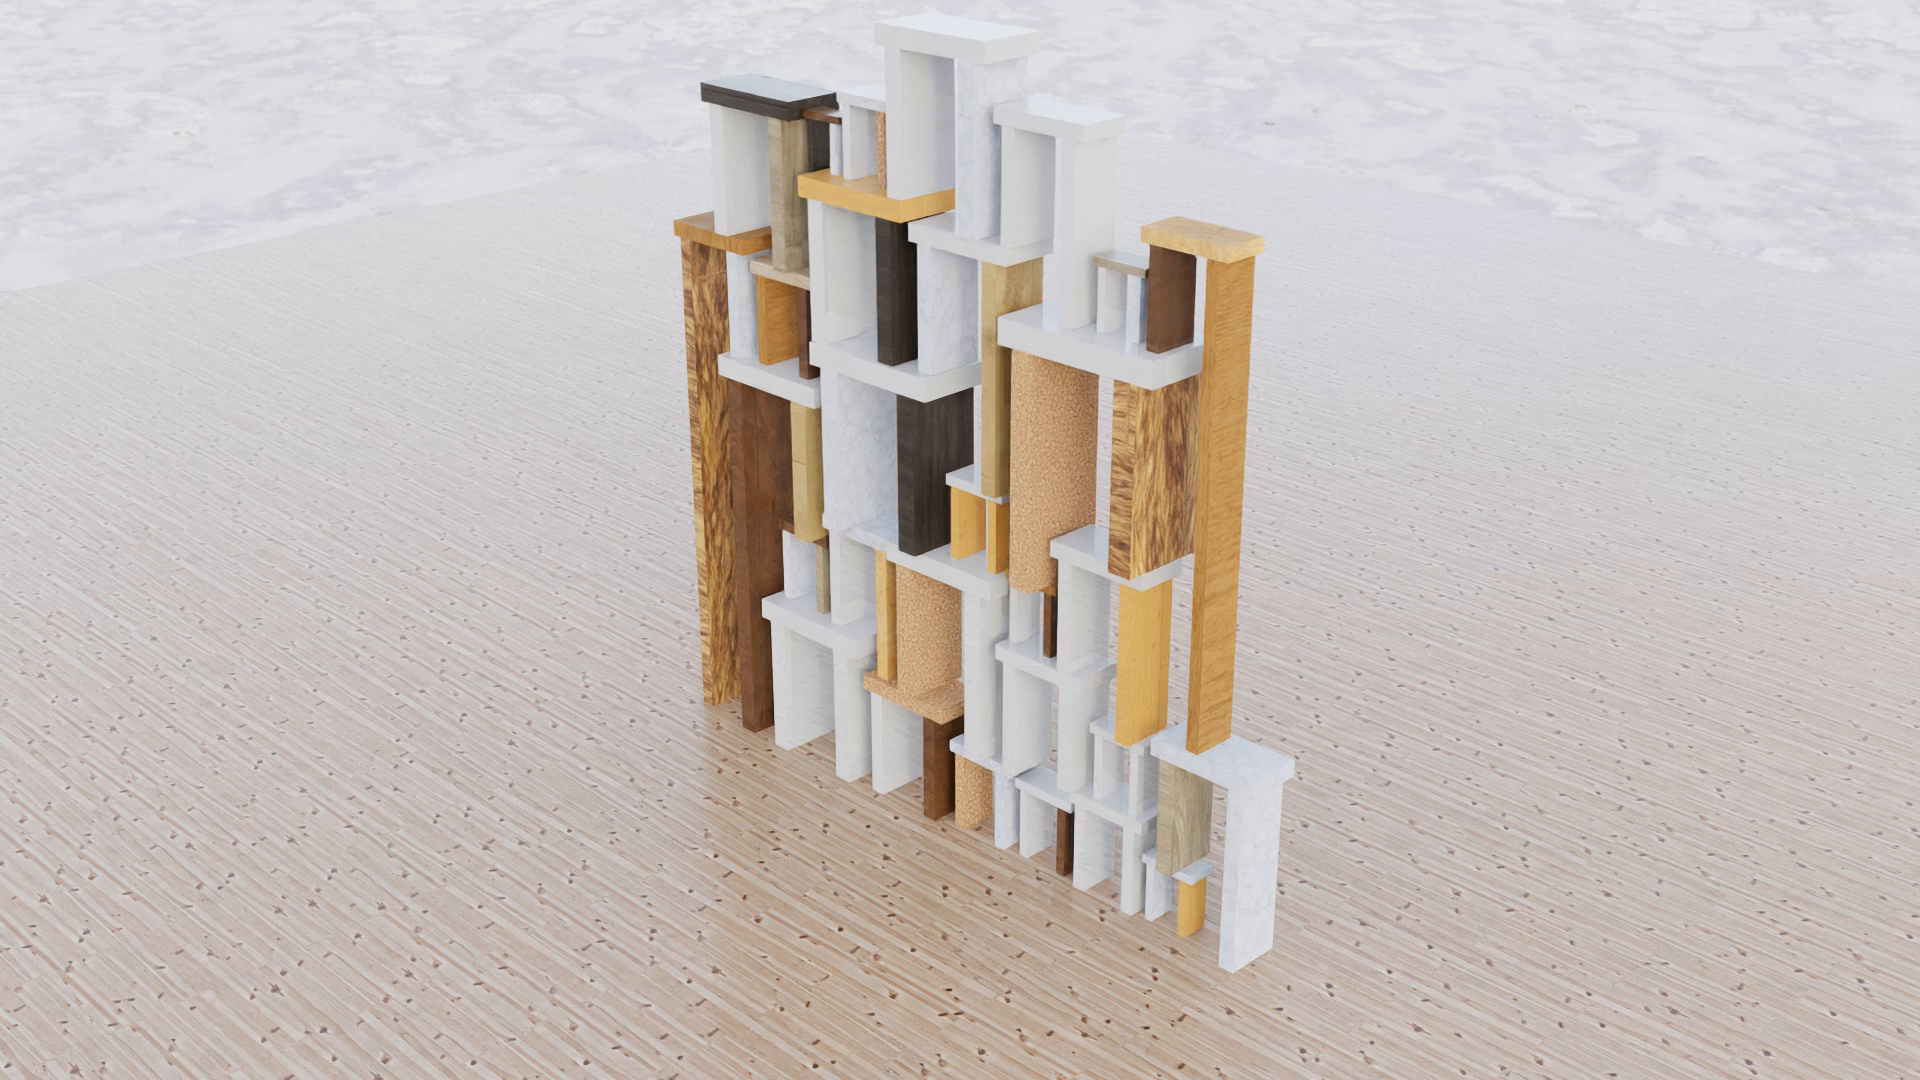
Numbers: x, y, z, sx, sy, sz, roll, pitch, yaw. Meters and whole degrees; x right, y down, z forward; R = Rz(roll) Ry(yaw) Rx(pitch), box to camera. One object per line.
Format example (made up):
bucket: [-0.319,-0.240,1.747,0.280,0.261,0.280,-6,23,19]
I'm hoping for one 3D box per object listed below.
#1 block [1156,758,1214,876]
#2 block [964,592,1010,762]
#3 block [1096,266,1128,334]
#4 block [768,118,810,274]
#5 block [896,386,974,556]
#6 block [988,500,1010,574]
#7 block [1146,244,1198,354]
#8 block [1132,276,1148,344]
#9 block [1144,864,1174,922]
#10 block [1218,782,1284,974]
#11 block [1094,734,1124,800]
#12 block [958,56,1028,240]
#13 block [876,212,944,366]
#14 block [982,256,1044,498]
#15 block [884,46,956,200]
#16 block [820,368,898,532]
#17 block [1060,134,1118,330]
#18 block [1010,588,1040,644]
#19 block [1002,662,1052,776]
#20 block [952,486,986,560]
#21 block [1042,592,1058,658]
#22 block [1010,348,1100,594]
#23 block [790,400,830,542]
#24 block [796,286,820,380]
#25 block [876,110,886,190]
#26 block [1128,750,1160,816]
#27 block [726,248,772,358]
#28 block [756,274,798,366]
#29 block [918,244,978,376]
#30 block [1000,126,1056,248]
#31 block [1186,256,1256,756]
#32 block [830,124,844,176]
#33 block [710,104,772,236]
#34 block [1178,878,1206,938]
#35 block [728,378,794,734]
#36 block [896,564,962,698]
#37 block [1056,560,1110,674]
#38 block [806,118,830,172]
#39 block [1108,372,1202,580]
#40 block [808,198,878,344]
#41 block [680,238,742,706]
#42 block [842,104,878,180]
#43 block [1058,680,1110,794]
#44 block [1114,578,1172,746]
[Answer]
block: [0.408,0.483,3.984,0.115,0.230,0.033,-21,31,-41]
block: [0.073,0.245,4.252,0.141,0.352,0.040,-21,31,-41]
block: [0.260,-0.416,3.760,0.016,0.116,0.058,22,32,40]
block: [-0.307,-0.680,4.274,0.037,0.301,0.130,21,31,39]
block: [-0.046,-0.143,4.205,0.160,0.320,0.045,-21,31,-40]
block: [0.085,-0.015,4.125,0.073,0.146,0.021,-21,31,-41]
block: [0.353,-0.410,3.660,0.026,0.184,0.092,21,31,40]
block: [0.315,-0.394,3.710,0.016,0.116,0.058,22,32,40]
block: [0.371,0.645,4.090,0.017,0.117,0.058,21,31,41]
block: [0.517,0.587,3.910,0.033,0.364,0.115,21,31,41]
block: [0.278,0.412,4.097,0.018,0.130,0.065,21,31,41]
block: [0.058,-0.694,3.862,0.039,0.313,0.136,21,31,41]
block: [-0.091,-0.477,4.110,0.140,0.280,0.040,-22,31,-40]
block: [0.094,-0.301,3.993,0.035,0.443,0.122,21,31,41]
block: [-0.071,-0.762,3.972,0.136,0.273,0.039,-22,31,-40]
block: [-0.197,-0.197,4.346,0.160,0.330,0.045,-22,31,-40]
block: [0.219,-0.530,3.757,0.030,0.329,0.105,21,32,40]
block: [0.122,0.125,4.147,0.018,0.130,0.065,21,31,40]
block: [0.130,0.326,4.215,0.030,0.232,0.107,21,31,40]
block: [0.016,-0.042,4.189,0.073,0.146,0.021,-21,31,-40]
block: [0.184,0.149,4.091,0.018,0.130,0.065,21,31,40]
block: [0.171,-0.143,3.982,0.050,0.457,0.178,21,31,40]
block: [-0.269,-0.156,4.450,0.148,0.295,0.042,-21,31,-40]
block: [-0.276,-0.418,4.346,0.093,0.185,0.026,-21,31,-40]
block: [-0.119,-0.724,4.049,0.071,0.142,0.020,-22,31,-40]
block: [0.340,0.436,4.041,0.018,0.130,0.065,21,31,40]
block: [-0.417,-0.488,4.465,0.110,0.220,0.031,-21,31,-40]
block: [-0.363,-0.452,4.427,0.093,0.185,0.026,-22,31,-40]
block: [-0.022,-0.437,4.060,0.035,0.245,0.122,21,31,40]
block: [0.119,-0.623,3.825,0.105,0.211,0.030,-22,32,-40]
block: [0.439,-0.050,3.718,0.092,0.893,0.026,-22,31,-40]
block: [-0.222,-0.740,4.145,0.049,0.097,0.014,-22,31,-40]
block: [-0.431,-0.748,4.381,0.130,0.261,0.037,-22,31,-40]
block: [0.426,0.667,4.040,0.017,0.117,0.058,21,31,41]
block: [-0.407,0.024,4.677,0.148,0.803,0.042,-21,31,-41]
block: [-0.060,0.161,4.361,0.040,0.282,0.141,21,31,41]
block: [0.227,0.126,4.032,0.031,0.219,0.109,21,31,41]
block: [-0.267,-0.663,4.229,0.014,0.305,0.049,20,31,40]
block: [0.339,-0.125,3.808,0.050,0.356,0.178,21,31,40]
block: [-0.223,-0.529,4.231,0.140,0.280,0.040,-21,31,-40]
block: [-0.521,-0.140,4.726,0.031,1.065,0.110,21,31,41]
block: [-0.186,-0.750,4.111,0.071,0.142,0.020,-22,31,-40]
block: [0.231,0.357,4.118,0.030,0.214,0.107,21,31,41]
block: [0.330,0.210,3.957,0.109,0.315,0.031,-21,31,-41]
